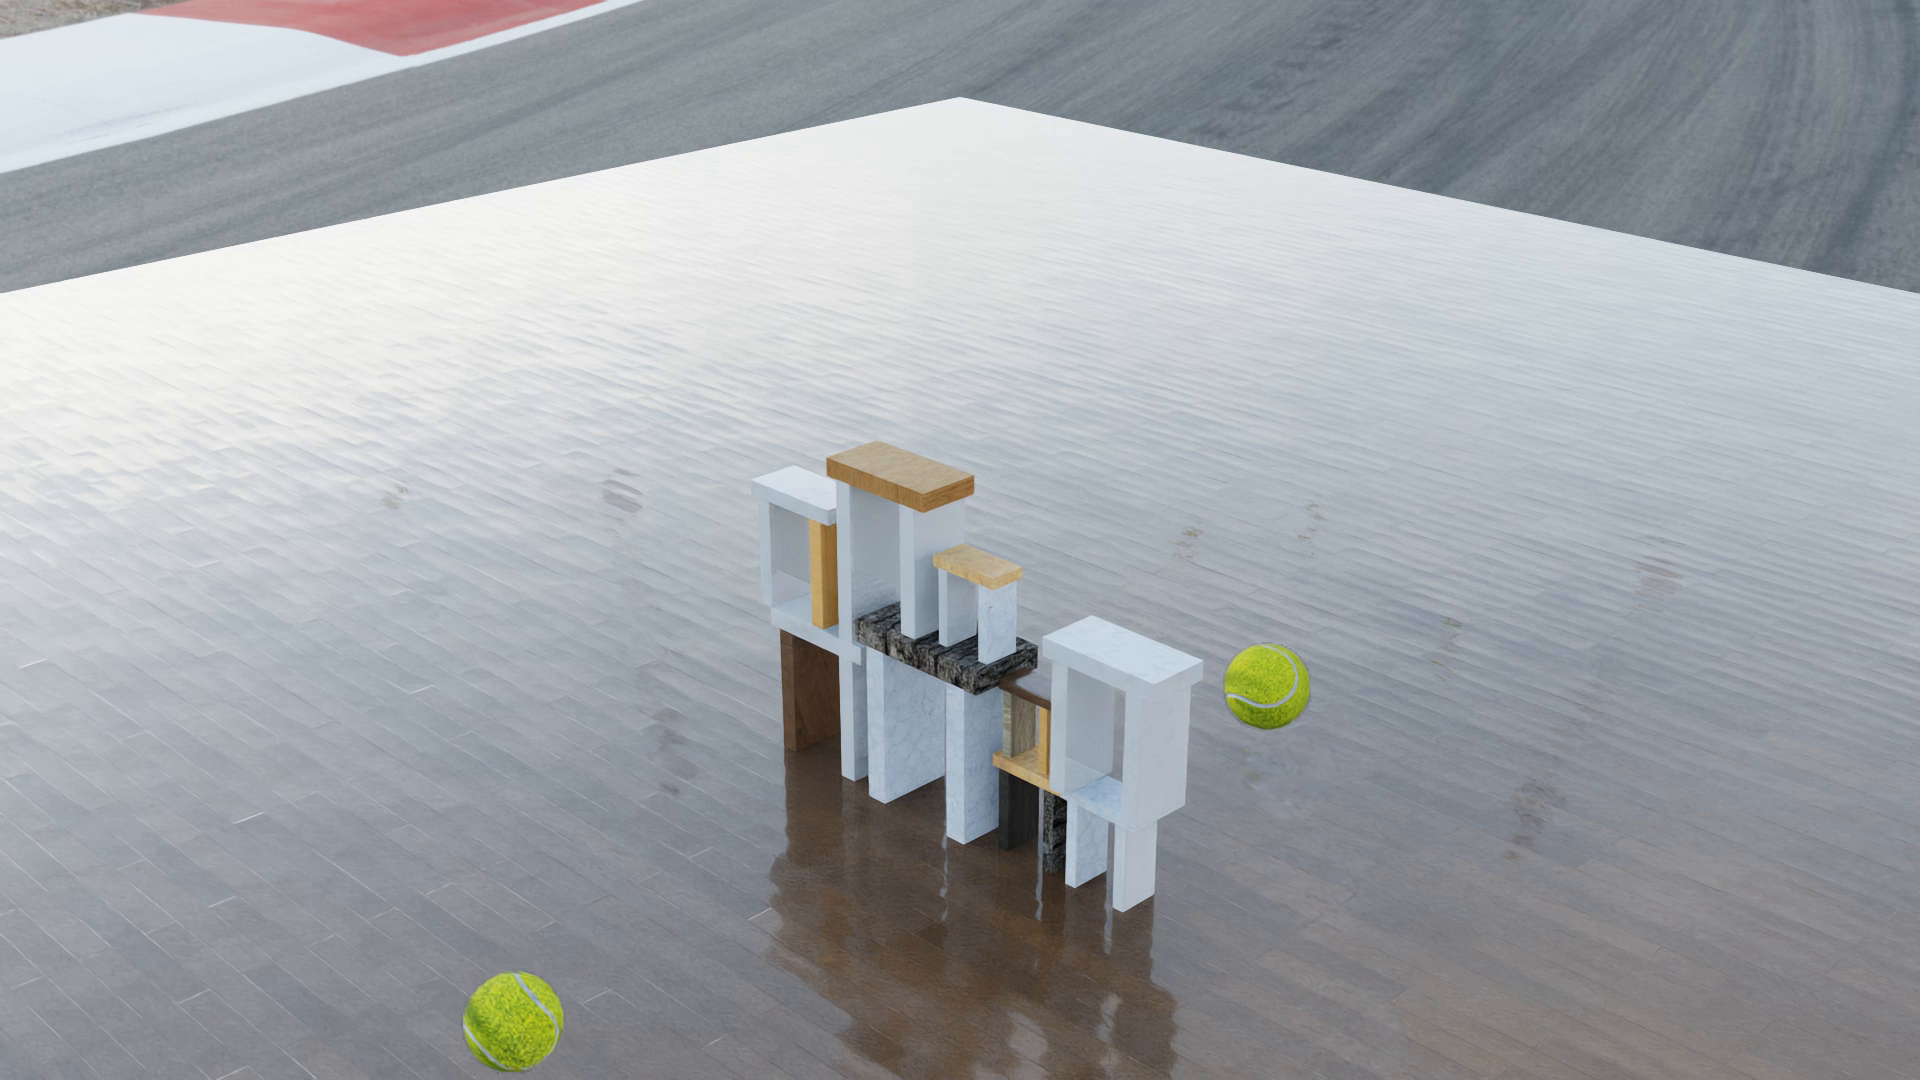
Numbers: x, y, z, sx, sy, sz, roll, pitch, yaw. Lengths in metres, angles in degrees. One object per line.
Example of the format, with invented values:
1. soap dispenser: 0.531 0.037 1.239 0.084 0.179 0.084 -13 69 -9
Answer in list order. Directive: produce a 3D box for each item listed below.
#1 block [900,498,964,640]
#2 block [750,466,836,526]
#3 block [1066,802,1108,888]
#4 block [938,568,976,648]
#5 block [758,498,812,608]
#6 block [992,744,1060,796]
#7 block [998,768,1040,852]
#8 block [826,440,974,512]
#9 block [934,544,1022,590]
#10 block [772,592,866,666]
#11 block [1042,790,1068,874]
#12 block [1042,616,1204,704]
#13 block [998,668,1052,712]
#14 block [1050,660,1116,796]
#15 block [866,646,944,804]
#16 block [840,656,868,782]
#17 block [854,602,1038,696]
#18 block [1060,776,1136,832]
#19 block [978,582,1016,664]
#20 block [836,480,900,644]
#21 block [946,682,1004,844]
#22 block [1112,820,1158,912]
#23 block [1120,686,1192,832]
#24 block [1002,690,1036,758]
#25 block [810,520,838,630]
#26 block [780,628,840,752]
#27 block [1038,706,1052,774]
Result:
1. block: -0.054 0.044 4.307 0.039 0.275 0.138 21 31 41
2. block: -0.307 -0.093 4.517 0.238 0.034 0.119 21 31 41
3. block: 0.243 0.565 4.198 0.090 0.181 0.026 -21 31 -41
4. block: -0.004 0.120 4.274 0.023 0.161 0.081 21 31 41
5. block: -0.363 0.010 4.622 0.034 0.238 0.119 21 31 41
6. block: 0.158 0.438 4.242 0.177 0.025 0.089 21 31 41
7. block: 0.116 0.515 4.320 0.025 0.177 0.089 21 31 41
8. block: -0.118 -0.126 4.306 0.275 0.039 0.138 21 31 41
9. block: 0.034 0.050 4.203 0.161 0.023 0.081 21 31 41
10. block: -0.250 0.179 4.578 0.277 0.039 0.139 21 31 41
11. block: 0.200 0.548 4.243 0.025 0.177 0.089 21 31 41
12. block: 0.294 0.214 3.989 0.135 0.038 0.269 -21 31 -40
13. block: 0.148 0.284 4.188 0.140 0.020 0.070 21 31 41
14. block: 0.230 0.330 4.109 0.135 0.269 0.038 -21 31 -40
15. block: -0.110 0.352 4.495 0.048 0.341 0.171 21 31 41
16. block: -0.184 0.351 4.580 0.039 0.277 0.139 21 31 41
17. block: -0.029 0.204 4.345 0.341 0.048 0.171 21 31 41
18. block: 0.285 0.487 4.117 0.090 0.026 0.181 -21 31 -40
19. block: 0.072 0.150 4.204 0.023 0.161 0.081 21 31 41
20. block: -0.183 0.027 4.442 0.039 0.348 0.138 21 31 40
21. block: 0.051 0.414 4.347 0.048 0.341 0.171 21 31 41
22. block: 0.328 0.598 4.120 0.026 0.181 0.090 21 31 41
23. block: 0.356 0.381 3.991 0.135 0.269 0.038 -21 31 -40
24. block: 0.115 0.345 4.249 0.020 0.140 0.070 21 31 41
25. block: -0.251 0.054 4.519 0.034 0.238 0.119 21 31 41
26. block: -0.315 0.299 4.700 0.039 0.277 0.139 21 31 41
27. block: 0.181 0.371 4.188 0.020 0.140 0.070 21 31 41
